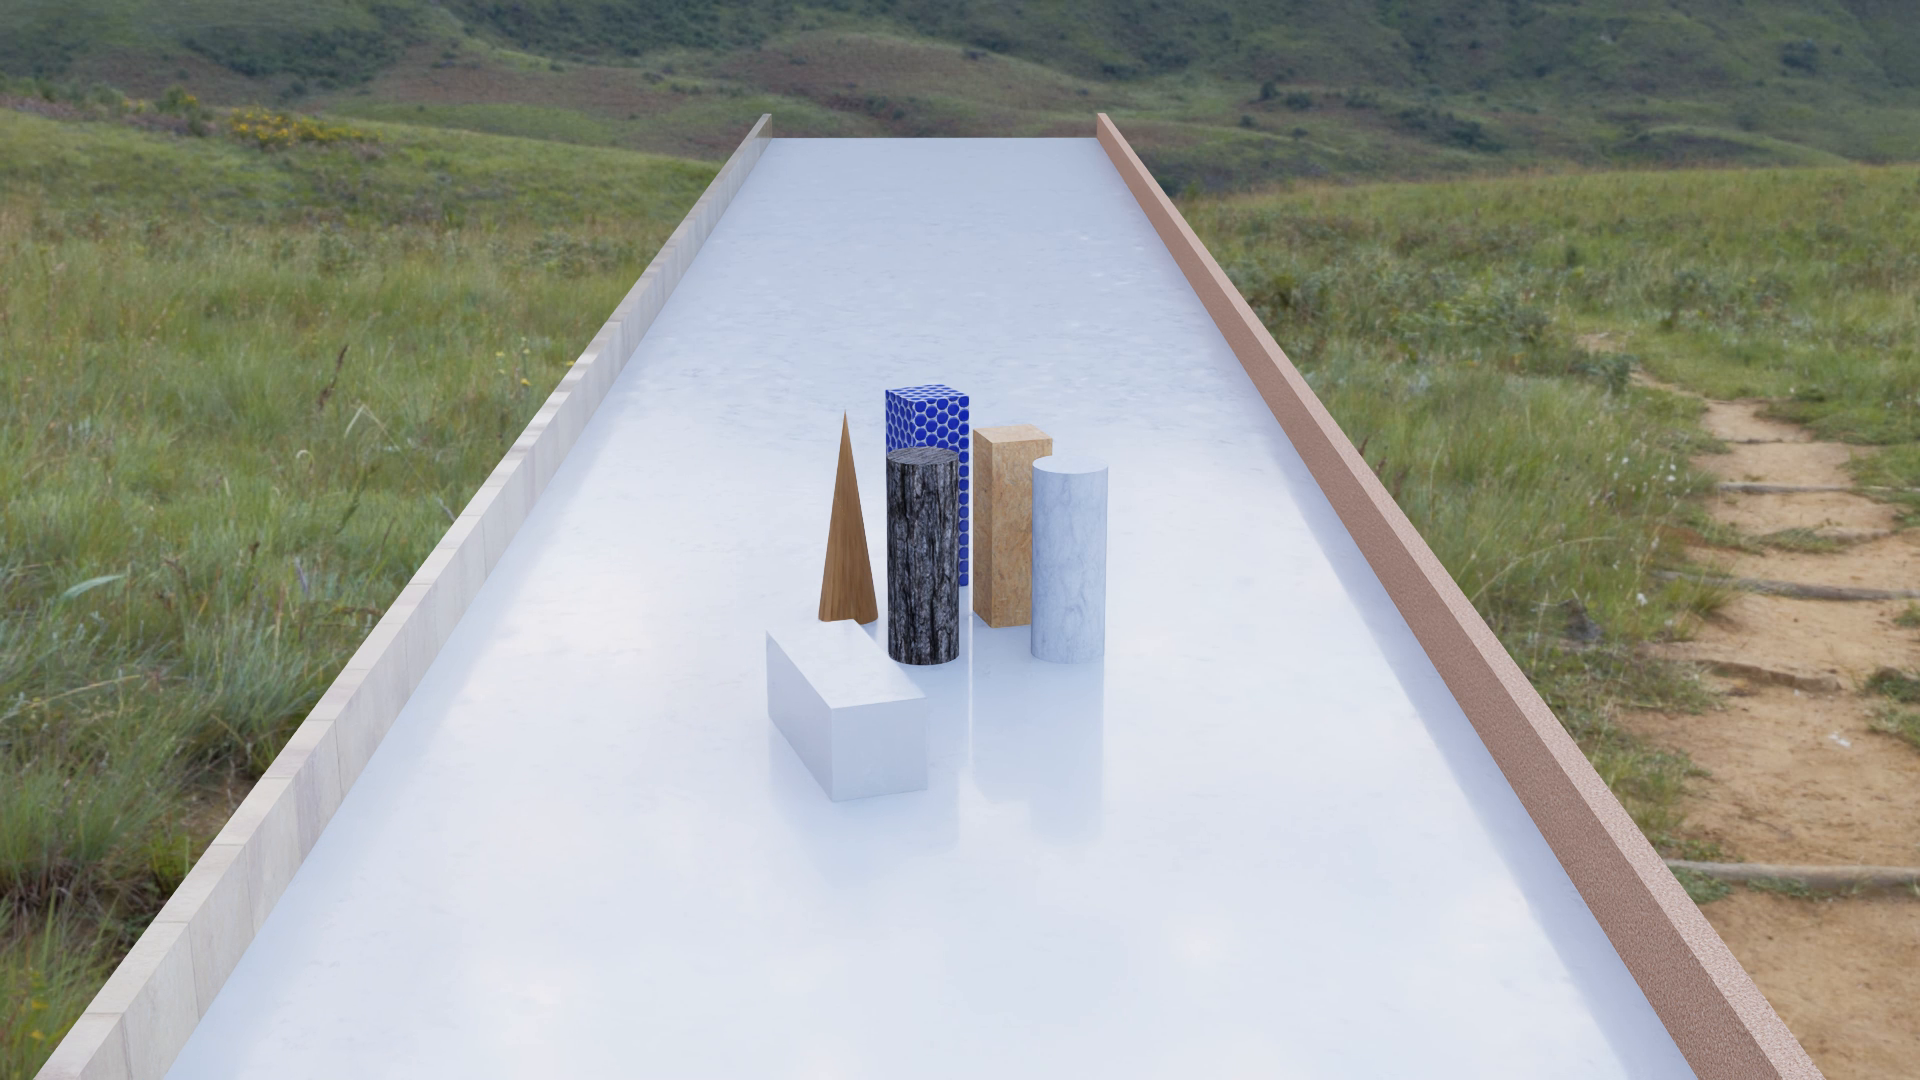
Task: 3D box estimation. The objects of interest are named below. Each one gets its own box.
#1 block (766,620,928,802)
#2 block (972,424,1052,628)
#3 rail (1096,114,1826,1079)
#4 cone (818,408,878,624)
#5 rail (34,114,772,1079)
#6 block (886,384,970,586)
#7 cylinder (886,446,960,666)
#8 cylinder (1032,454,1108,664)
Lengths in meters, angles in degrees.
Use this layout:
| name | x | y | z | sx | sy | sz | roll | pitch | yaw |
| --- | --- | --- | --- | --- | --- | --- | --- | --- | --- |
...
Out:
| name | x | y | z | sx | sy | sz | roll | pitch | yaw |
| --- | --- | --- | --- | --- | --- | --- | --- | --- | --- |
| block | -0.208 | 0.297 | 3.930 | 0.170 | 0.170 | 0.437 | -6 | 17 | -18 |
| block | 0.109 | -0.030 | 4.625 | 0.131 | 0.400 | 0.131 | -5 | 17 | -17 |
| rail | 0.932 | -0.844 | 7.801 | 0.050 | 0.150 | 12.000 | 0 | 17 | -1 |
| cone | -0.238 | -0.056 | 4.617 | 0.129 | 0.456 | 0.129 | 0 | 17 | 0 |
| rail | -1.118 | -0.838 | 7.780 | 0.050 | 0.150 | 12.000 | 0 | 17 | -1 |
| block | -0.072 | -0.114 | 4.854 | 0.137 | 0.431 | 0.137 | -8 | 18 | -26 |
| cylinder | -0.074 | 0.032 | 4.395 | 0.144 | 0.413 | 0.144 | 0 | 17 | 0 |
| cylinder | 0.219 | 0.038 | 4.408 | 0.150 | 0.394 | 0.150 | 0 | 17 | 0 |
